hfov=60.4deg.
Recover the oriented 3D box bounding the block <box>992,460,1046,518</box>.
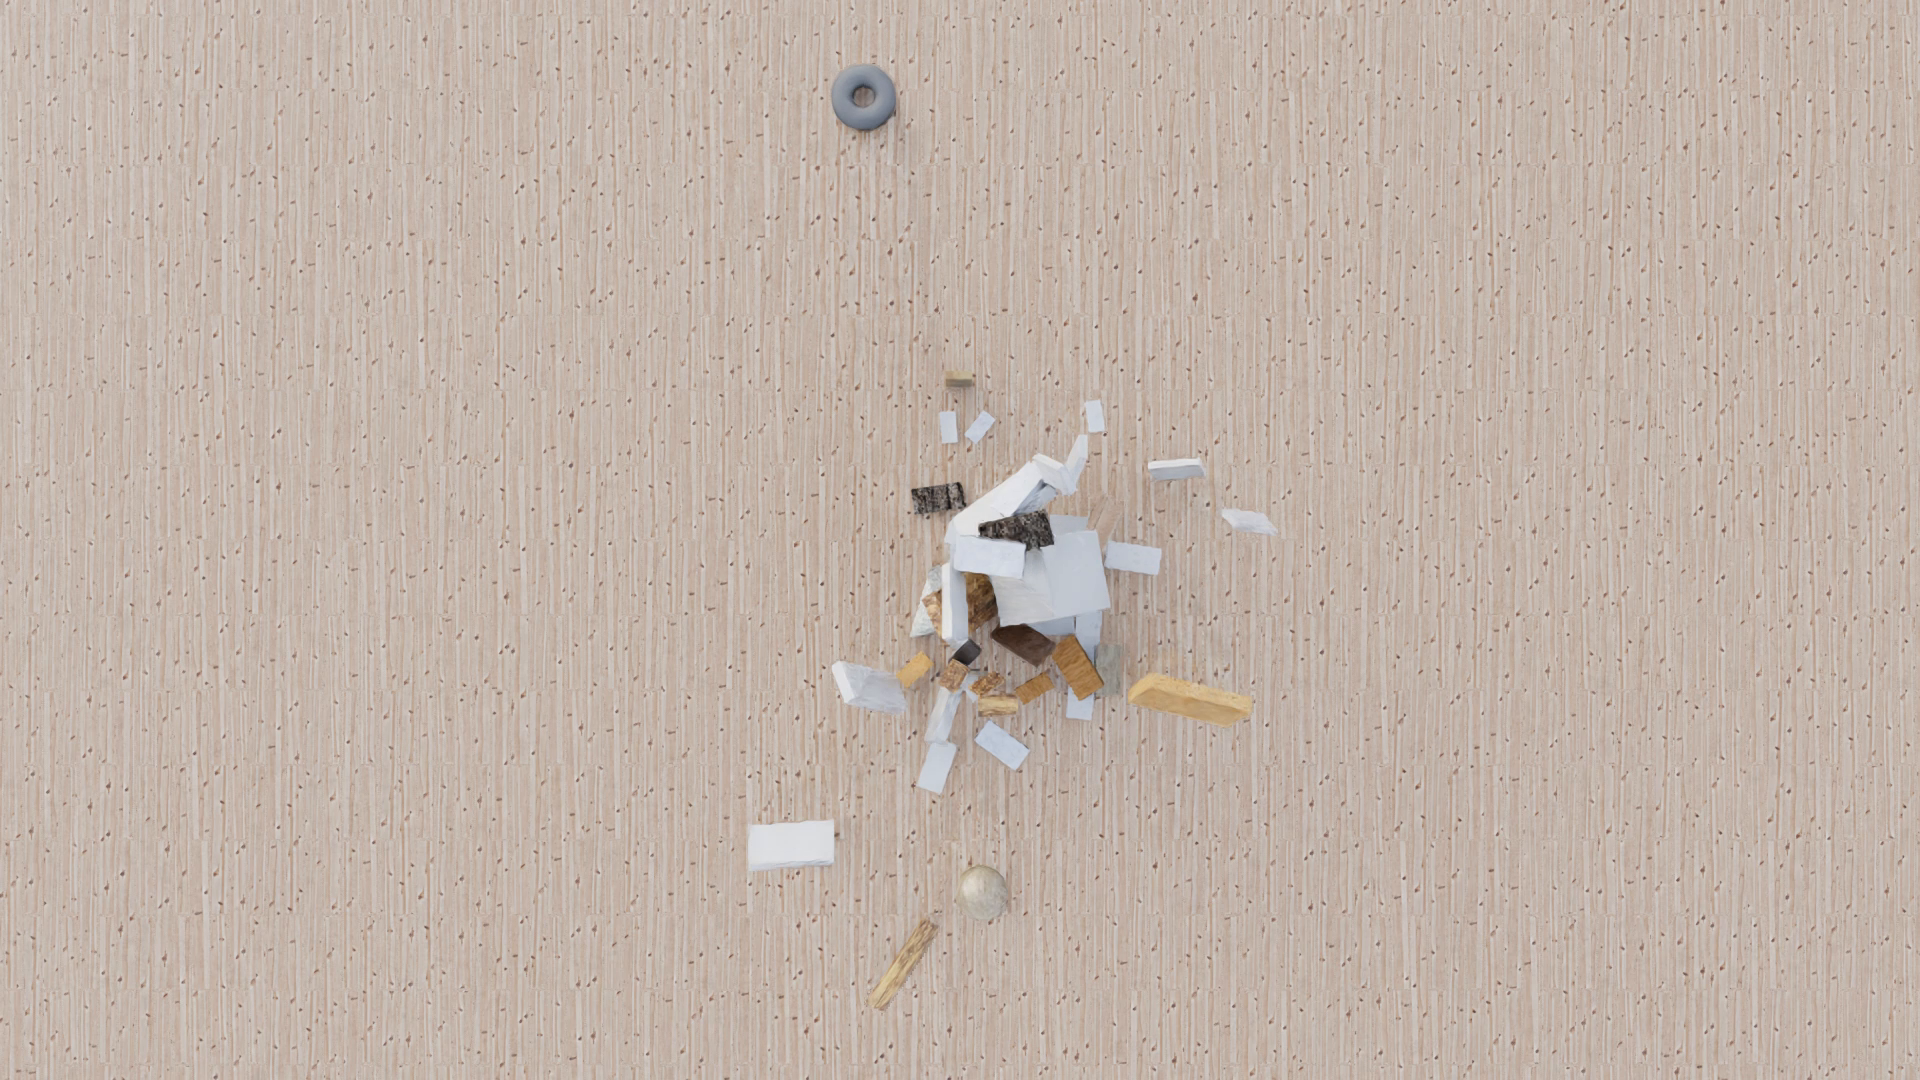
[{"bbox_3d":[0.188,-0.151,5.127,0.184,0.026,0.092,-50,47,-1],"label":"block"}]

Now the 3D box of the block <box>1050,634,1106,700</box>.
[{"bbox_3d":[0.386,0.422,5.456,0.098,0.028,0.196,-34,79,13],"label":"block"}]

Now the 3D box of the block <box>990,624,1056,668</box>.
[{"bbox_3d":[0.207,0.330,5.416,0.196,0.028,0.098,32,67,25],"label":"block"}]

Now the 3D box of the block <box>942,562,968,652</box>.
[{"bbox_3d":[-0.016,0.211,5.138,0.030,0.108,0.268,-17,53,23],"label":"block"}]

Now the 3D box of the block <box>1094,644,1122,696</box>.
[{"bbox_3d":[0.490,0.431,5.474,0.085,0.024,0.169,0,92,-16],"label":"block"}]

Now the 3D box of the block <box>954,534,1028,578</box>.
[{"bbox_3d":[0.093,0.049,5.073,0.215,0.030,0.108,8,102,10],"label":"block"}]

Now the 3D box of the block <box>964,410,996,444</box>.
[{"bbox_3d":[0.067,-0.375,5.493,0.052,0.015,0.104,39,90,0],"label":"block"}]

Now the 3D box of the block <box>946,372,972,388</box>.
[{"bbox_3d":[-0.003,-0.521,5.355,0.085,0.289,0.024,0,90,0],"label":"block"}]

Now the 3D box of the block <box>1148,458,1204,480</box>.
[{"bbox_3d":[0.712,-0.233,5.430,0.170,0.085,0.024,-4,63,20],"label":"block"}]

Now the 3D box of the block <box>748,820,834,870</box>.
[{"bbox_3d":[-0.553,1.002,5.427,0.278,0.039,0.139,-4,54,0],"label":"block"}]

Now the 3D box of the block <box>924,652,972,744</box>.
[{"bbox_3d":[-0.036,0.514,5.384,0.039,0.139,0.307,21,79,-12],"label":"block"}]

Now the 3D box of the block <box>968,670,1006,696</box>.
[{"bbox_3d":[0.086,0.453,5.205,0.107,0.054,0.015,-29,132,-32],"label":"block"}]

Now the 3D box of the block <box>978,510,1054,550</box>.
[{"bbox_3d":[0.173,-0.018,5.080,0.215,0.030,0.108,-12,108,14],"label":"block"}]

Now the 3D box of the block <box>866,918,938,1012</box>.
[{"bbox_3d":[-0.191,1.411,5.481,0.063,0.018,0.337,34,90,-19],"label":"block"}]

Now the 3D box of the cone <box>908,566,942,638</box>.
[{"bbox_3d":[-0.092,0.253,5.446,0.239,0.239,0.239,47,117,0],"label":"cone"}]

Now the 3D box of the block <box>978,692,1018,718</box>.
[{"bbox_3d":[0.119,0.518,5.169,0.125,0.018,0.063,-6,101,0],"label":"block"}]

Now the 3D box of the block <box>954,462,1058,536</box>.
[{"bbox_3d":[0.141,-0.105,5.214,0.341,0.171,0.048,-35,123,13],"label":"block"}]

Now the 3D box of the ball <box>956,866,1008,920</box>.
[{"bbox_3d":[0.071,1.156,5.414,0.173,0.173,0.173,0,90,0],"label":"ball"}]

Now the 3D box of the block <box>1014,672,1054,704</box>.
[{"bbox_3d":[0.248,0.493,5.492,0.120,0.017,0.060,-30,90,0],"label":"block"}]

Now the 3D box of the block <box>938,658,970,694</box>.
[{"bbox_3d":[-0.018,0.415,5.034,0.063,0.125,0.018,31,49,4],"label":"block"}]

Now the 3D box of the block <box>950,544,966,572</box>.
[{"bbox_3d":[0.013,0.020,5.459,0.085,0.024,0.171,1,86,3],"label":"block"}]

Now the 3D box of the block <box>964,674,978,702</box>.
[{"bbox_3d":[0.033,0.474,5.488,0.060,0.017,0.120,-36,87,-1],"label":"block"}]

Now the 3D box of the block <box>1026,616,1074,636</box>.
[{"bbox_3d":[0.293,0.275,5.486,0.169,0.024,0.085,-2,90,-2],"label":"block"}]

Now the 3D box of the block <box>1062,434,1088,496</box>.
[{"bbox_3d":[0.350,-0.229,5.041,0.026,0.184,0.092,10,52,-9],"label":"block"}]

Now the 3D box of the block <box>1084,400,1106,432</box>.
[{"bbox_3d":[0.449,-0.412,5.493,0.052,0.015,0.104,-9,90,0],"label":"block"}]

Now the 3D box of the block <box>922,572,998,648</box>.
[{"bbox_3d":[0.011,0.207,5.283,0.048,0.350,0.171,-22,94,31],"label":"block"}]

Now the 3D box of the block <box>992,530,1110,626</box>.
[{"bbox_3d":[0.285,0.122,5.296,0.253,0.253,0.253,-9,89,-41],"label":"block"}]

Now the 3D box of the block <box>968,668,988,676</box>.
[{"bbox_3d":[0.038,0.410,5.123,0.054,0.107,0.015,5,87,33],"label":"block"}]

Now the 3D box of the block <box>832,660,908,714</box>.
[{"bbox_3d":[-0.288,0.477,5.310,0.039,0.278,0.139,-39,58,23],"label":"block"}]

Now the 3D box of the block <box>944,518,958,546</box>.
[{"bbox_3d":[0.040,-0.005,5.435,0.171,0.024,0.086,20,87,4],"label":"block"}]

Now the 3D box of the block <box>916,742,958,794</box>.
[{"bbox_3d":[-0.076,0.750,5.488,0.085,0.024,0.170,19,90,0],"label":"block"}]

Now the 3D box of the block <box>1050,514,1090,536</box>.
[{"bbox_3d":[0.386,-0.035,5.487,0.179,0.025,0.090,3,90,0],"label":"block"}]

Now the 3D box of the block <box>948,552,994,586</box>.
[{"bbox_3d":[0.056,0.094,5.479,0.098,0.028,0.196,-34,86,0],"label":"block"}]

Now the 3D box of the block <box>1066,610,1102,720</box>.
[{"bbox_3d":[0.412,0.413,5.488,0.085,0.024,0.363,6,90,0],"label":"block"}]

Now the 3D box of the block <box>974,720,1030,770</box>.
[{"bbox_3d":[0.140,0.682,5.488,0.170,0.024,0.085,36,90,0],"label":"block"}]

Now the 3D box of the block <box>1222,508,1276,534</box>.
[{"bbox_3d":[0.943,-0.062,5.387,0.170,0.085,0.024,7,124,-32],"label":"block"}]

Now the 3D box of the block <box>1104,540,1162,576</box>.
[{"bbox_3d":[0.576,0.060,5.487,0.179,0.025,0.090,9,90,0],"label":"block"}]

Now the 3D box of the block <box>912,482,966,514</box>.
[{"bbox_3d":[-0.072,-0.139,5.488,0.171,0.024,0.085,-9,90,0],"label":"block"}]

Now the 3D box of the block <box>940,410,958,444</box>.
[{"bbox_3d":[-0.038,-0.376,5.493,0.052,0.015,0.104,-5,90,0],"label":"block"}]

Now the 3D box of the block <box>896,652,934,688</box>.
[{"bbox_3d":[-0.151,0.431,5.492,0.120,0.017,0.060,-43,90,0],"label":"block"}]

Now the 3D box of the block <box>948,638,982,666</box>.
[{"bbox_3d":[0.015,0.352,5.017,0.054,0.015,0.107,41,121,-1],"label":"block"}]

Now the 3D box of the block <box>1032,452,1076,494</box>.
[{"bbox_3d":[0.286,-0.201,4.993,0.026,0.184,0.092,-33,114,-11],"label":"block"}]

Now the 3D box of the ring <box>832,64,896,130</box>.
[{"bbox_3d":[-0.319,-1.467,5.465,0.217,0.072,0.217,0,89,0],"label":"ring"}]

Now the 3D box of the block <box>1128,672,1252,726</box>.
[{"bbox_3d":[0.717,0.499,5.149,0.341,0.171,0.048,15,65,-13],"label":"block"}]

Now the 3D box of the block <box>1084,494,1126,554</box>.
[{"bbox_3d":[0.470,-0.054,5.462,0.090,0.025,0.179,24,90,0],"label":"block"}]
